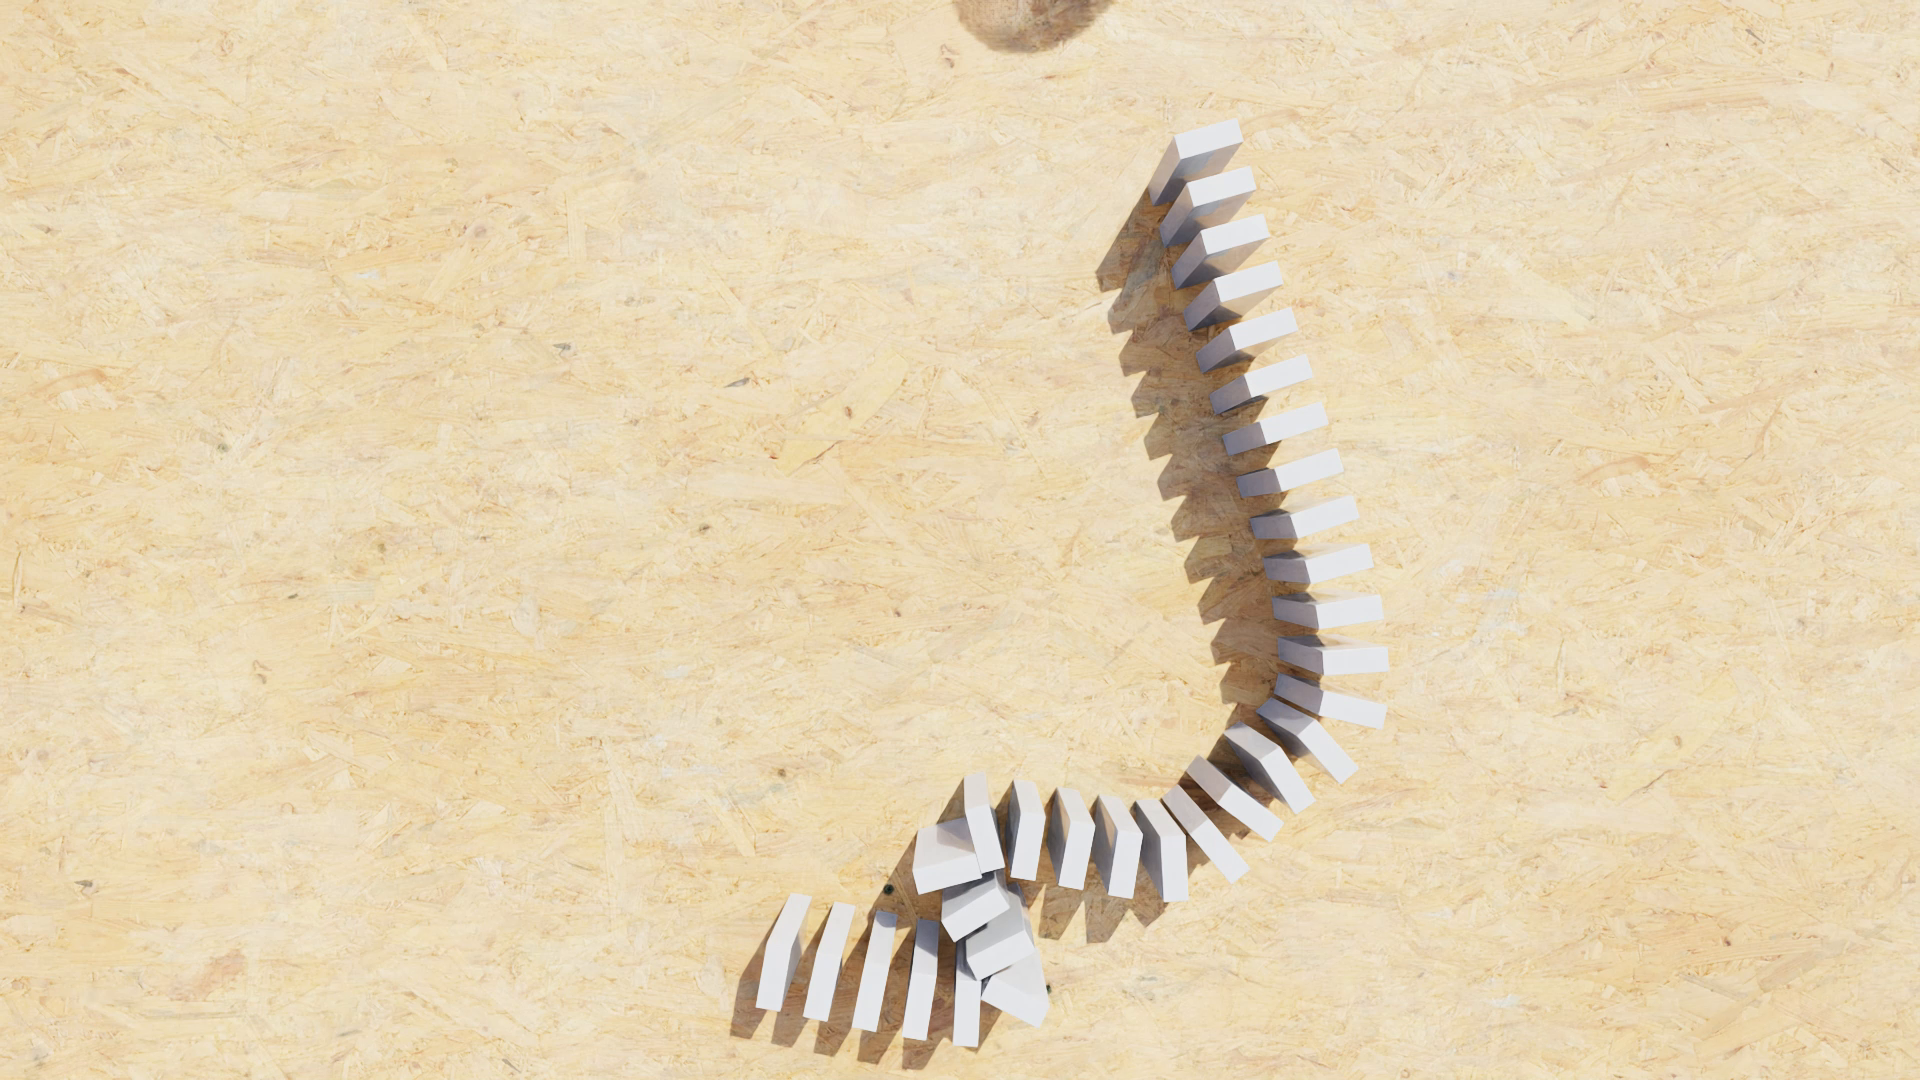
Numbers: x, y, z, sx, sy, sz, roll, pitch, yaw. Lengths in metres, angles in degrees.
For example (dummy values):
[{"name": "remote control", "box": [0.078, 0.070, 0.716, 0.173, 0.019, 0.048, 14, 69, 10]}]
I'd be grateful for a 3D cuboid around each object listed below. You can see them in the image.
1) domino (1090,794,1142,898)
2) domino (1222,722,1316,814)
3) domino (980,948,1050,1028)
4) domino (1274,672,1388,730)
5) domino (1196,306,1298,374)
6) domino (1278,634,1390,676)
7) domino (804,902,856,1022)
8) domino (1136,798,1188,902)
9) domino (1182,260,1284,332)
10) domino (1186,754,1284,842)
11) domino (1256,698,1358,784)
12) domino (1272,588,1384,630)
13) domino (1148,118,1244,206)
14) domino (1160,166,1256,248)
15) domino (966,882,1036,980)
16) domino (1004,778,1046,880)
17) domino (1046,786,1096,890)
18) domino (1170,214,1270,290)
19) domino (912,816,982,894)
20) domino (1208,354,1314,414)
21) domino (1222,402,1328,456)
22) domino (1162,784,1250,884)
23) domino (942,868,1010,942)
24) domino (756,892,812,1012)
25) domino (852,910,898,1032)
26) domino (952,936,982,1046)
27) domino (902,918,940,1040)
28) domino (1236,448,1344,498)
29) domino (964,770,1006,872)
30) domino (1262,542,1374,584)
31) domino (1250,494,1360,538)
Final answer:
[{"name": "domino", "box": [0.063, 0.124, 0.375, 0.010, 0.050, 0.025, 9, 90, 0]}, {"name": "domino", "box": [0.125, 0.092, 0.375, 0.010, 0.050, 0.025, -34, 90, 0]}, {"name": "domino", "box": [0.021, 0.177, 0.375, 0.025, 0.050, 0.010, 27, 90, 0]}, {"name": "domino", "box": [0.150, 0.065, 0.375, 0.025, 0.050, 0.009, 13, 90, 0]}, {"name": "domino", "box": [0.116, -0.081, 0.375, 0.025, 0.050, 0.009, -18, 90, 0]}, {"name": "domino", "box": [0.151, 0.046, 0.375, 0.025, 0.050, 0.010, -4, 90, 0]}, {"name": "domino", "box": [-0.053, 0.171, 0.375, 0.010, 0.050, 0.025, 12, 90, 0]}, {"name": "domino", "box": [0.082, 0.126, 0.375, 0.009, 0.050, 0.025, -3, 90, 0]}, {"name": "domino", "box": [0.110, -0.099, 0.375, 0.025, 0.050, 0.009, -17, 90, 0]}, {"name": "domino", "box": [0.111, 0.104, 0.375, 0.025, 0.050, 0.010, 37, 90, 0]}, {"name": "domino", "box": [0.141, 0.081, 0.375, 0.010, 0.050, 0.025, -42, 90, 0]}, {"name": "domino", "box": [0.149, 0.028, 0.375, 0.025, 0.050, 0.009, -9, 90, 0]}, {"name": "domino", "box": [0.095, -0.153, 0.375, 0.025, 0.050, 0.009, -16, 90, 0]}, {"name": "domino", "box": [0.100, -0.135, 0.375, 0.025, 0.050, 0.009, -15, 90, 0]}, {"name": "domino", "box": [0.016, 0.159, 0.375, 0.025, 0.050, 0.009, -26, 90, 0]}, {"name": "domino", "box": [0.026, 0.117, 0.375, 0.010, 0.050, 0.025, 9, 90, 0]}, {"name": "domino", "box": [0.045, 0.121, 0.375, 0.010, 0.050, 0.025, 11, 90, 0]}, {"name": "domino", "box": [0.105, -0.117, 0.375, 0.025, 0.050, 0.010, -16, 90, 0]}, {"name": "domino", "box": [-0.005, 0.128, 0.375, 0.025, 0.050, 0.010, -15, 90, 0]}, {"name": "domino", "box": [0.122, -0.063, 0.375, 0.025, 0.050, 0.009, -18, 90, 0]}, {"name": "domino", "box": [0.128, -0.045, 0.375, 0.025, 0.050, 0.009, -18, 90, 0]}, {"name": "domino", "box": [0.099, 0.119, 0.375, 0.009, 0.050, 0.025, -40, 90, 0]}, {"name": "domino", "box": [0.006, 0.143, 0.375, 0.025, 0.050, 0.010, -31, 90, 0]}, {"name": "domino", "box": [-0.071, 0.167, 0.375, 0.010, 0.050, 0.025, 10, 90, 0]}, {"name": "domino", "box": [-0.034, 0.175, 0.375, 0.010, 0.050, 0.025, 11, 90, 0]}, {"name": "domino", "box": [0.003, 0.181, 0.375, 0.010, 0.050, 0.025, 3, 90, 0]}, {"name": "domino", "box": [-0.016, 0.178, 0.375, 0.009, 0.050, 0.025, 9, 90, 0]}, {"name": "domino", "box": [0.133, -0.027, 0.375, 0.025, 0.050, 0.010, -18, 90, 0]}, {"name": "domino", "box": [0.010, 0.114, 0.375, 0.009, 0.050, 0.025, -15, 90, 0]}, {"name": "domino", "box": [0.145, 0.009, 0.375, 0.025, 0.050, 0.010, -15, 90, 0]}, {"name": "domino", "box": [0.139, -0.009, 0.375, 0.025, 0.050, 0.010, -18, 90, 0]}]
